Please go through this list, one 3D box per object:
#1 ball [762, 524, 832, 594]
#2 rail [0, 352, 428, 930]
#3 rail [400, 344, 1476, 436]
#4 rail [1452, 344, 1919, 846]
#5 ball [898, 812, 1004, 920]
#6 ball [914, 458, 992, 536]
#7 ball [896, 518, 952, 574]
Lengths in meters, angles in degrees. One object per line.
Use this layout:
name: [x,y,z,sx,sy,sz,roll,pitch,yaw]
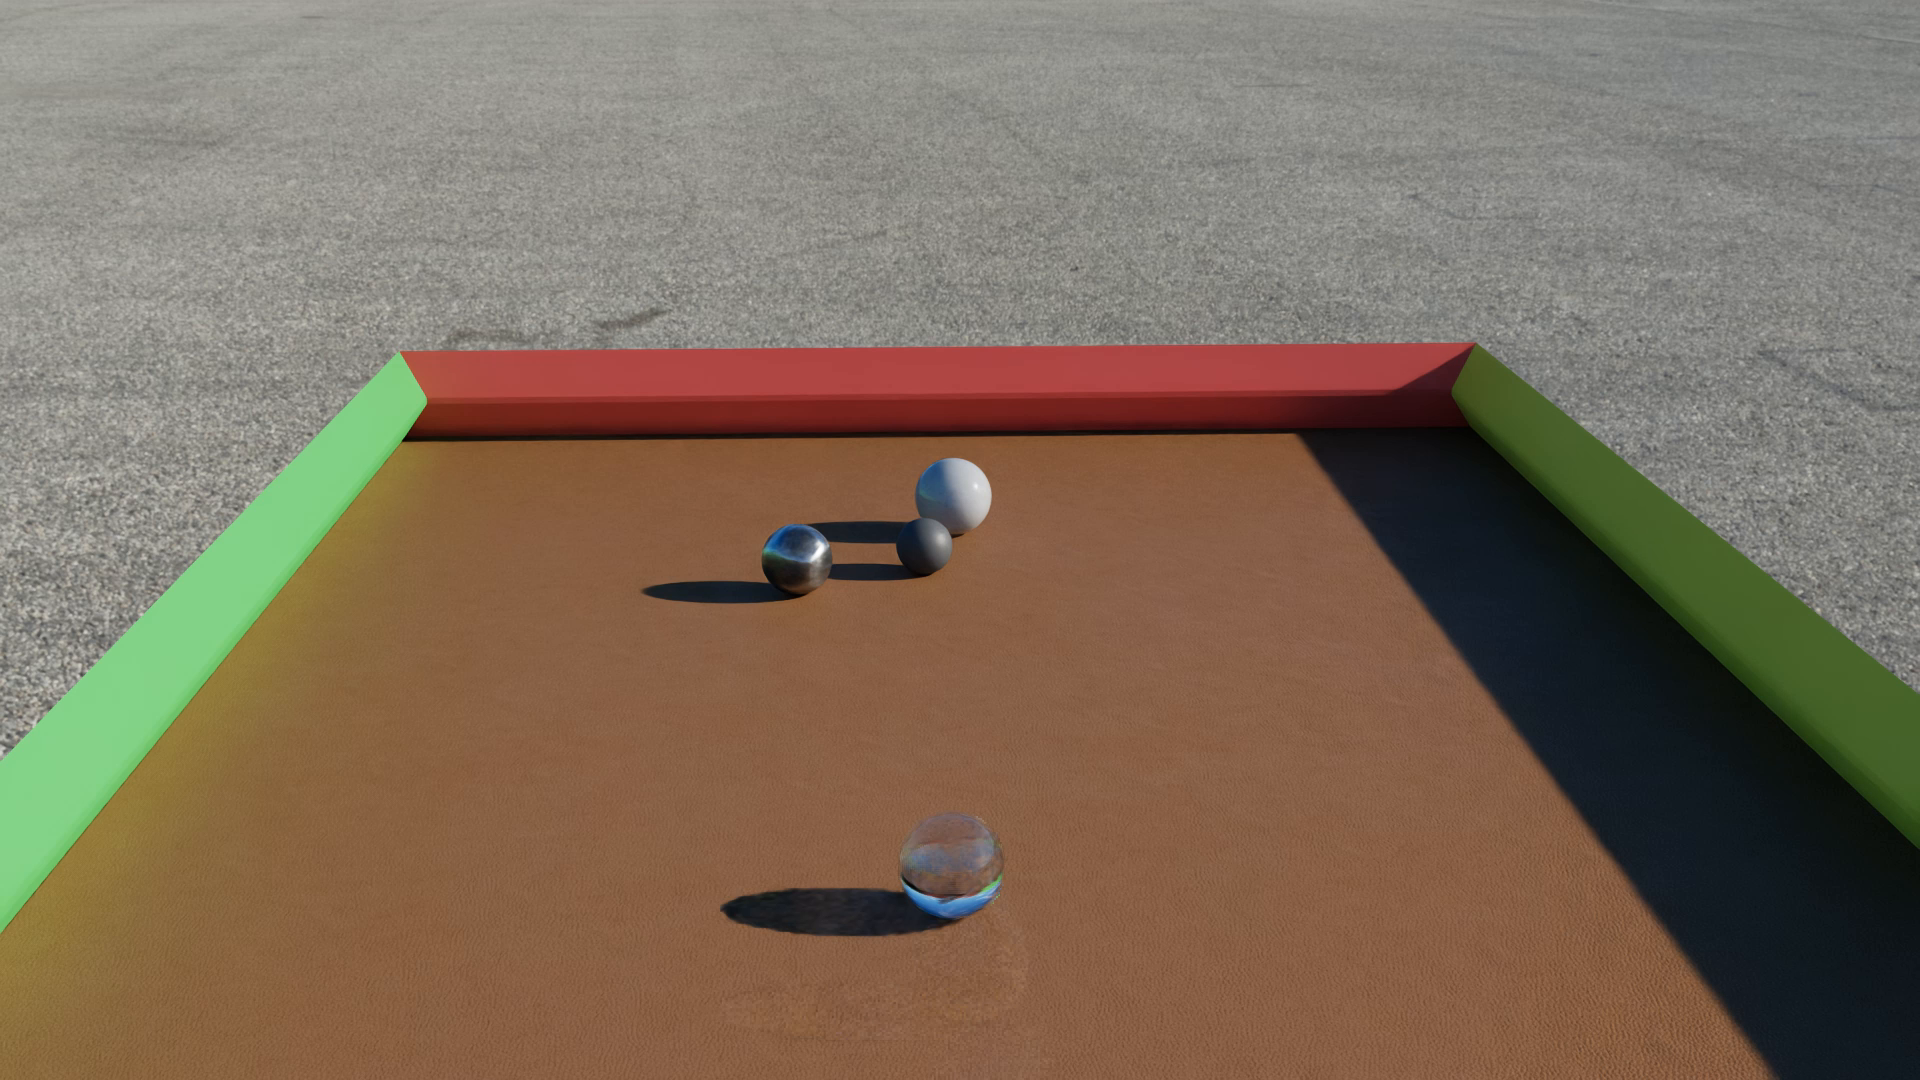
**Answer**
ball: [-0.184,0.022,2.487,0.081,0.081,0.081,0,17,0]
rail: [-0.730,0.185,1.881,0.045,0.124,2.692,-1,17,-2]
rail: [-0.025,-0.212,3.172,1.560,0.124,0.045,-1,17,-2]
rail: [0.781,0.168,1.936,0.045,0.124,2.692,-1,17,-2]
ball: [-0.007,0.256,1.724,0.083,0.083,0.083,0,17,0]
ball: [-0.008,-0.054,2.708,0.095,0.095,0.095,0,17,0]
ball: [-0.041,0.007,2.561,0.066,0.066,0.066,0,17,0]
